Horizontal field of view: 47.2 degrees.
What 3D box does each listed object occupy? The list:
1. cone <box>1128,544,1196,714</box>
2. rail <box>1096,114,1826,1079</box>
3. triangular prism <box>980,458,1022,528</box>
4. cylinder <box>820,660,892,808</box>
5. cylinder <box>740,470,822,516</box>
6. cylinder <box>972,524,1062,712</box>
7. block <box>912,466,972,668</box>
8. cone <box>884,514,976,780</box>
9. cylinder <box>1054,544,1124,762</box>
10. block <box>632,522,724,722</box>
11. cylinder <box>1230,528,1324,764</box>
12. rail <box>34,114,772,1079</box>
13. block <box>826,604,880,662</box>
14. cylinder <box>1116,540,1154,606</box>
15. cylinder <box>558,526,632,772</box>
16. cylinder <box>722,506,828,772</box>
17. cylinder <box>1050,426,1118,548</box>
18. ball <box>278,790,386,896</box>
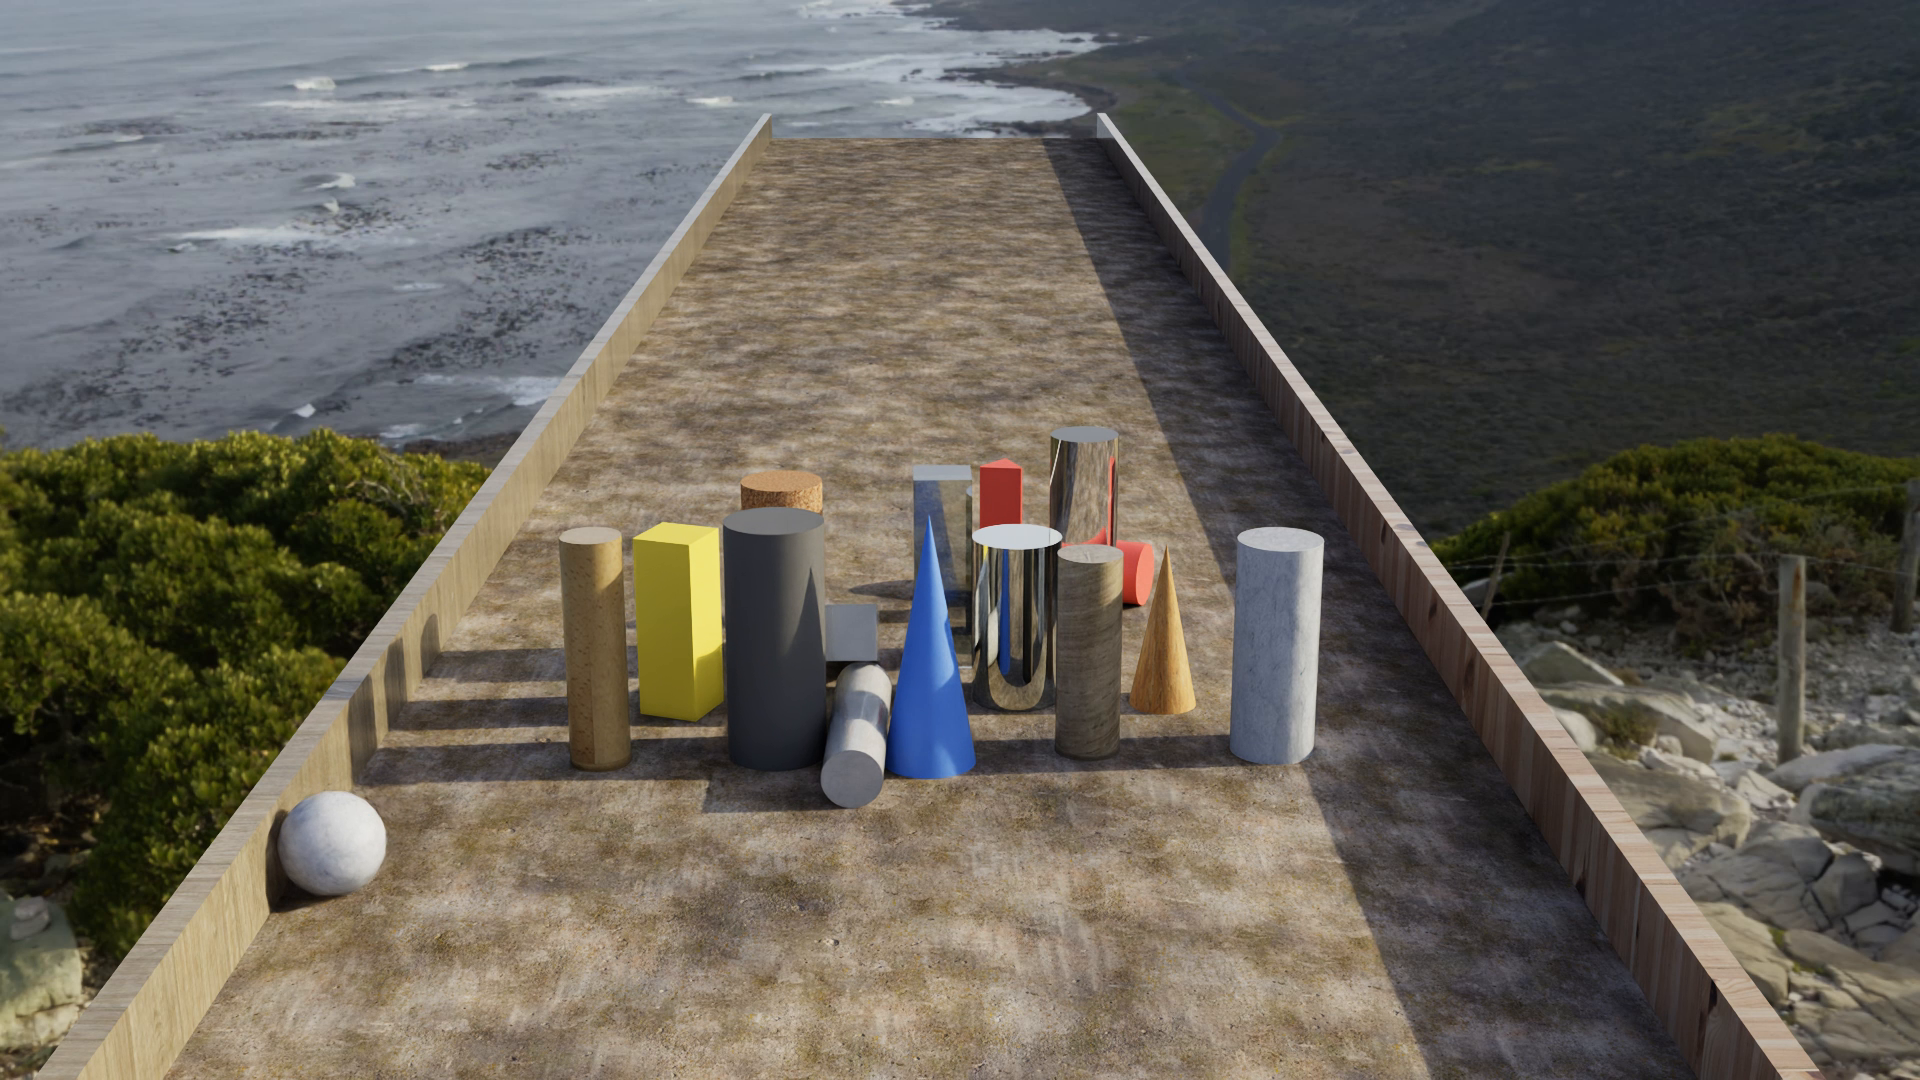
[{"bbox_3d":[0.385,0.158,4.141,0.128,0.316,0.128,0,17,0],"label":"cone"},{"bbox_3d":[0.932,-0.844,7.801,0.050,0.150,12.000,0,17,-1],"label":"rail"},{"bbox_3d":[0.091,-0.003,4.656,0.088,0.331,0.076,2,17,8],"label":"triangular prism"},{"bbox_3d":[-0.181,0.339,3.903,0.106,0.106,0.441,0,17,0],"label":"cylinder"},{"bbox_3d":[-0.353,0.057,4.397,0.161,0.363,0.161,0,17,0],"label":"cylinder"},{"bbox_3d":[0.107,0.147,4.172,0.170,0.320,0.170,0,17,0],"label":"cylinder"},{"bbox_3d":[-0.035,0.053,4.368,0.114,0.387,0.114,-1,17,-2],"label":"block"},{"bbox_3d":[-0.054,0.174,3.841,0.166,0.457,0.166,0,17,0],"label":"cone"},{"bbox_3d":[0.229,0.200,3.907,0.117,0.369,0.117,0,17,0],"label":"cylinder"},{"bbox_3d":[-0.525,0.152,4.113,0.116,0.343,0.116,6,18,20],"label":"block"},{"bbox_3d":[0.561,0.187,3.905,0.151,0.394,0.151,0,17,0],"label":"cylinder"},{"bbox_3d":[-1.118,-0.838,7.780,0.050,0.150,12.000,0,17,-1],"label":"rail"},{"bbox_3d":[-0.210,0.181,4.235,0.105,0.105,0.357,0,-3,-1],"label":"block"},{"bbox_3d":[0.232,0.055,4.806,0.359,0.134,0.134,6,18,21],"label":"cylinder"},{"bbox_3d":[-0.638,0.192,3.848,0.107,0.418,0.107,0,17,0],"label":"cylinder"},{"bbox_3d":[-0.325,0.174,3.882,0.176,0.433,0.176,0,17,0],"label":"cylinder"},{"bbox_3d":[0.245,0.011,4.387,0.135,0.457,0.135,0,17,0],"label":"cylinder"},{"bbox_3d":[-0.964,0.466,3.377,0.161,0.161,0.161,0,17,0],"label":"ball"}]
